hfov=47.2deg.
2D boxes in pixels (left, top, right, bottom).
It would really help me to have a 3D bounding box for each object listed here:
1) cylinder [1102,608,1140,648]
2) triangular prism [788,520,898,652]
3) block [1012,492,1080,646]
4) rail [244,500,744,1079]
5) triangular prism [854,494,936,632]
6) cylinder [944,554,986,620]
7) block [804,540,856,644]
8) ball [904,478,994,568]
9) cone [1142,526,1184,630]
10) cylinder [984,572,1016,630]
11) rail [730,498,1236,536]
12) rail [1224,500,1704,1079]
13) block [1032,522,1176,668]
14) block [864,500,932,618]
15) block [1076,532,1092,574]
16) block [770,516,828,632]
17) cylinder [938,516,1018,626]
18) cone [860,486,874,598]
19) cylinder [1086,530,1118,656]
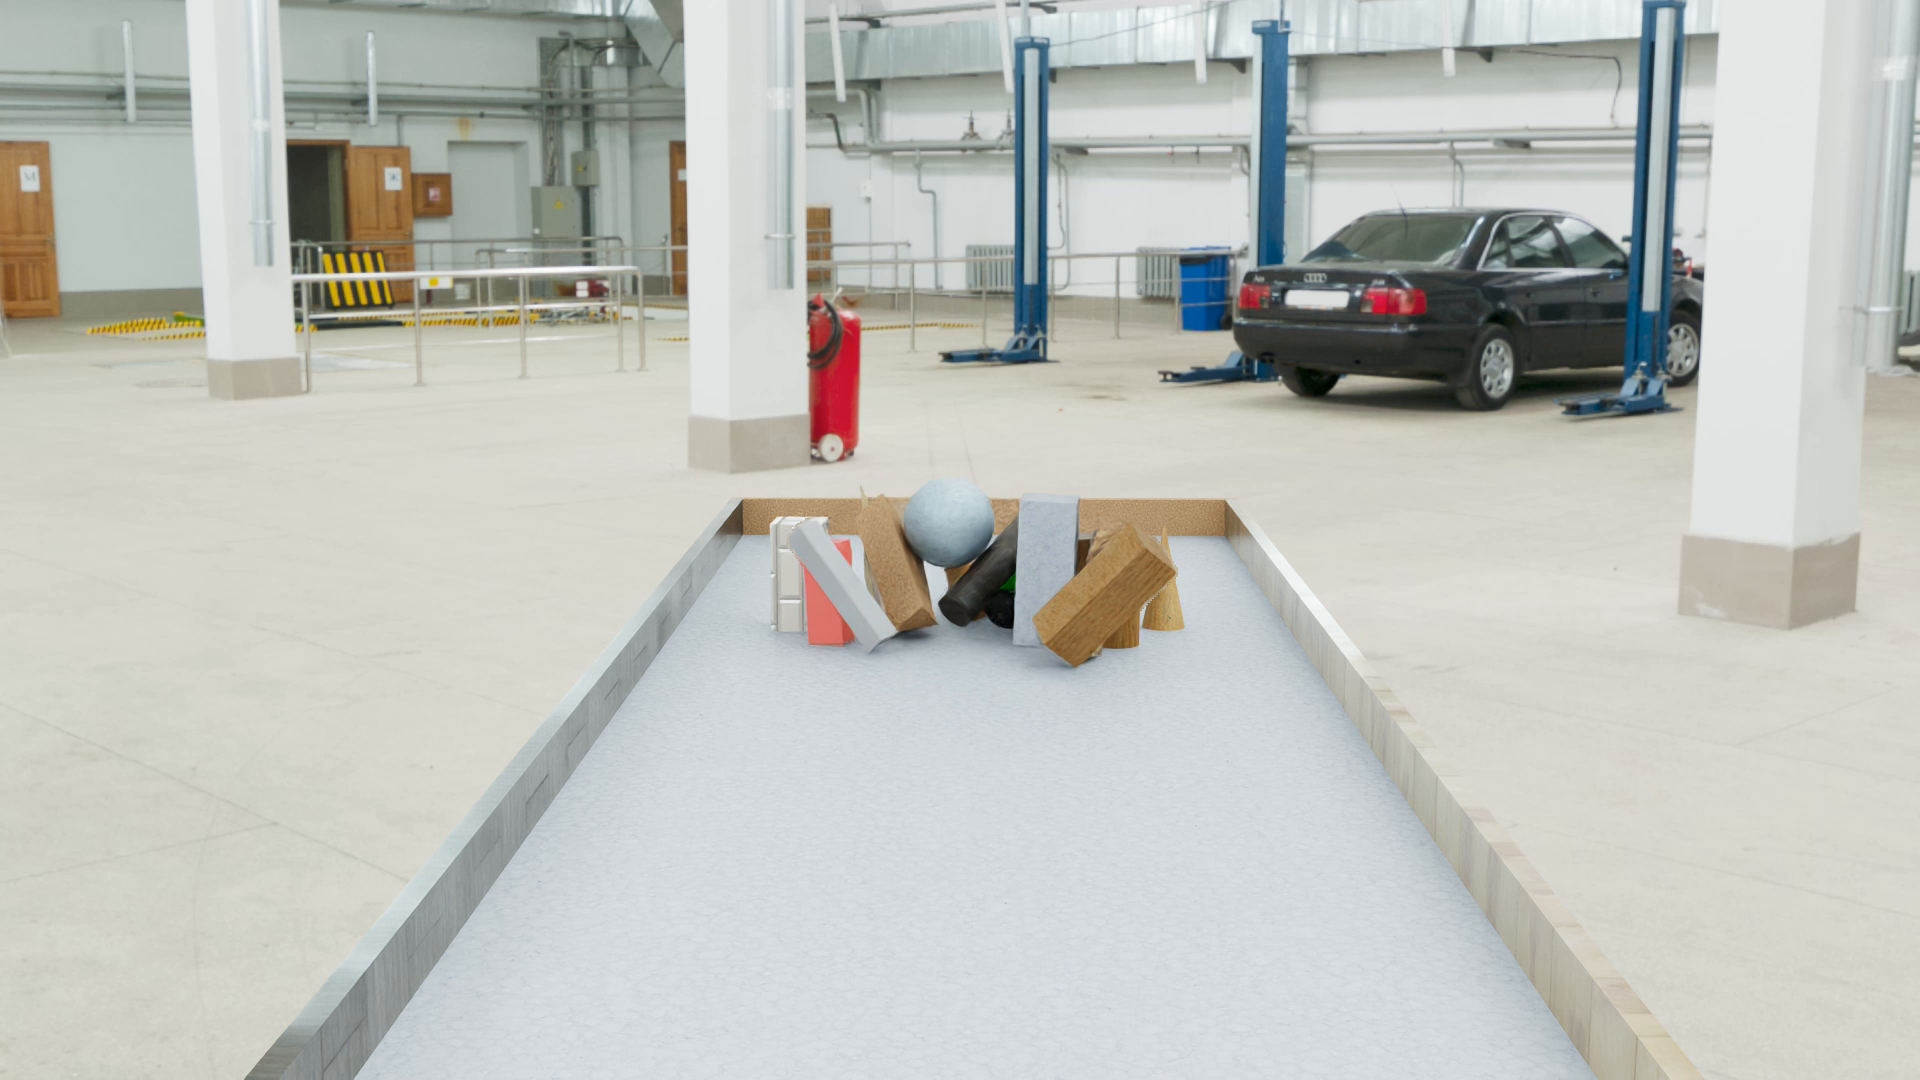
[{"bbox_3d":[0.495,0.164,6.915,0.146,0.327,0.146,1,8,0],"label":"cylinder"},{"bbox_3d":[-0.355,0.132,6.811,0.095,0.438,0.110,-32,-9,-33],"label":"triangular prism"},{"bbox_3d":[0.274,0.094,6.932,0.178,0.458,0.178,3,9,6],"label":"block"},{"bbox_3d":[-1.004,0.839,3.234,0.050,0.150,12.000,0,9,1],"label":"rail"},{"bbox_3d":[-0.187,0.081,7.095,0.129,0.438,0.148,10,-41,-43],"label":"triangular prism"},{"bbox_3d":[0.018,0.100,7.399,0.139,0.139,0.357,-2,41,-10],"label":"cylinder"},{"bbox_3d":[-0.412,0.162,6.946,0.116,0.316,0.116,-1,7,18],"label":"block"},{"bbox_3d":[-0.037,-0.056,7.118,0.295,0.295,0.295,0,9,0],"label":"ball"},{"bbox_3d":[0.667,0.115,7.191,0.141,0.341,0.141,0,9,0],"label":"cone"},{"bbox_3d":[0.195,0.136,7.259,0.158,0.158,0.322,3,34,15],"label":"cylinder"},{"bbox_3d":[0.099,-0.098,9.147,2.100,0.150,0.050,0,9,1],"label":"rail"},{"bbox_3d":[1.046,0.843,3.208,0.050,0.150,12.000,0,9,1],"label":"rail"},{"bbox_3d":[0.427,0.166,6.554,0.145,0.422,0.145,37,16,-31],"label":"block"},{"bbox_3d":[-0.212,0.079,7.226,0.142,0.407,0.142,-1,-33,-18],"label":"block"},{"bbox_3d":[0.377,0.137,7.186,0.143,0.301,0.143,-3,10,-19],"label":"block"},{"bbox_3d":[-0.524,0.110,7.192,0.168,0.351,0.168,1,9,3],"label":"block"},{"bbox_3d":[0.107,0.094,7.101,0.119,0.119,0.441,8,43,41],"label":"cylinder"},{"bbox_3d":[-0.286,0.020,7.382,0.156,0.459,0.156,-12,-20,-5],"label":"cone"},{"bbox_3d":[0.419,0.163,6.749,0.105,0.374,0.105,13,-9,2],"label":"cylinder"}]
